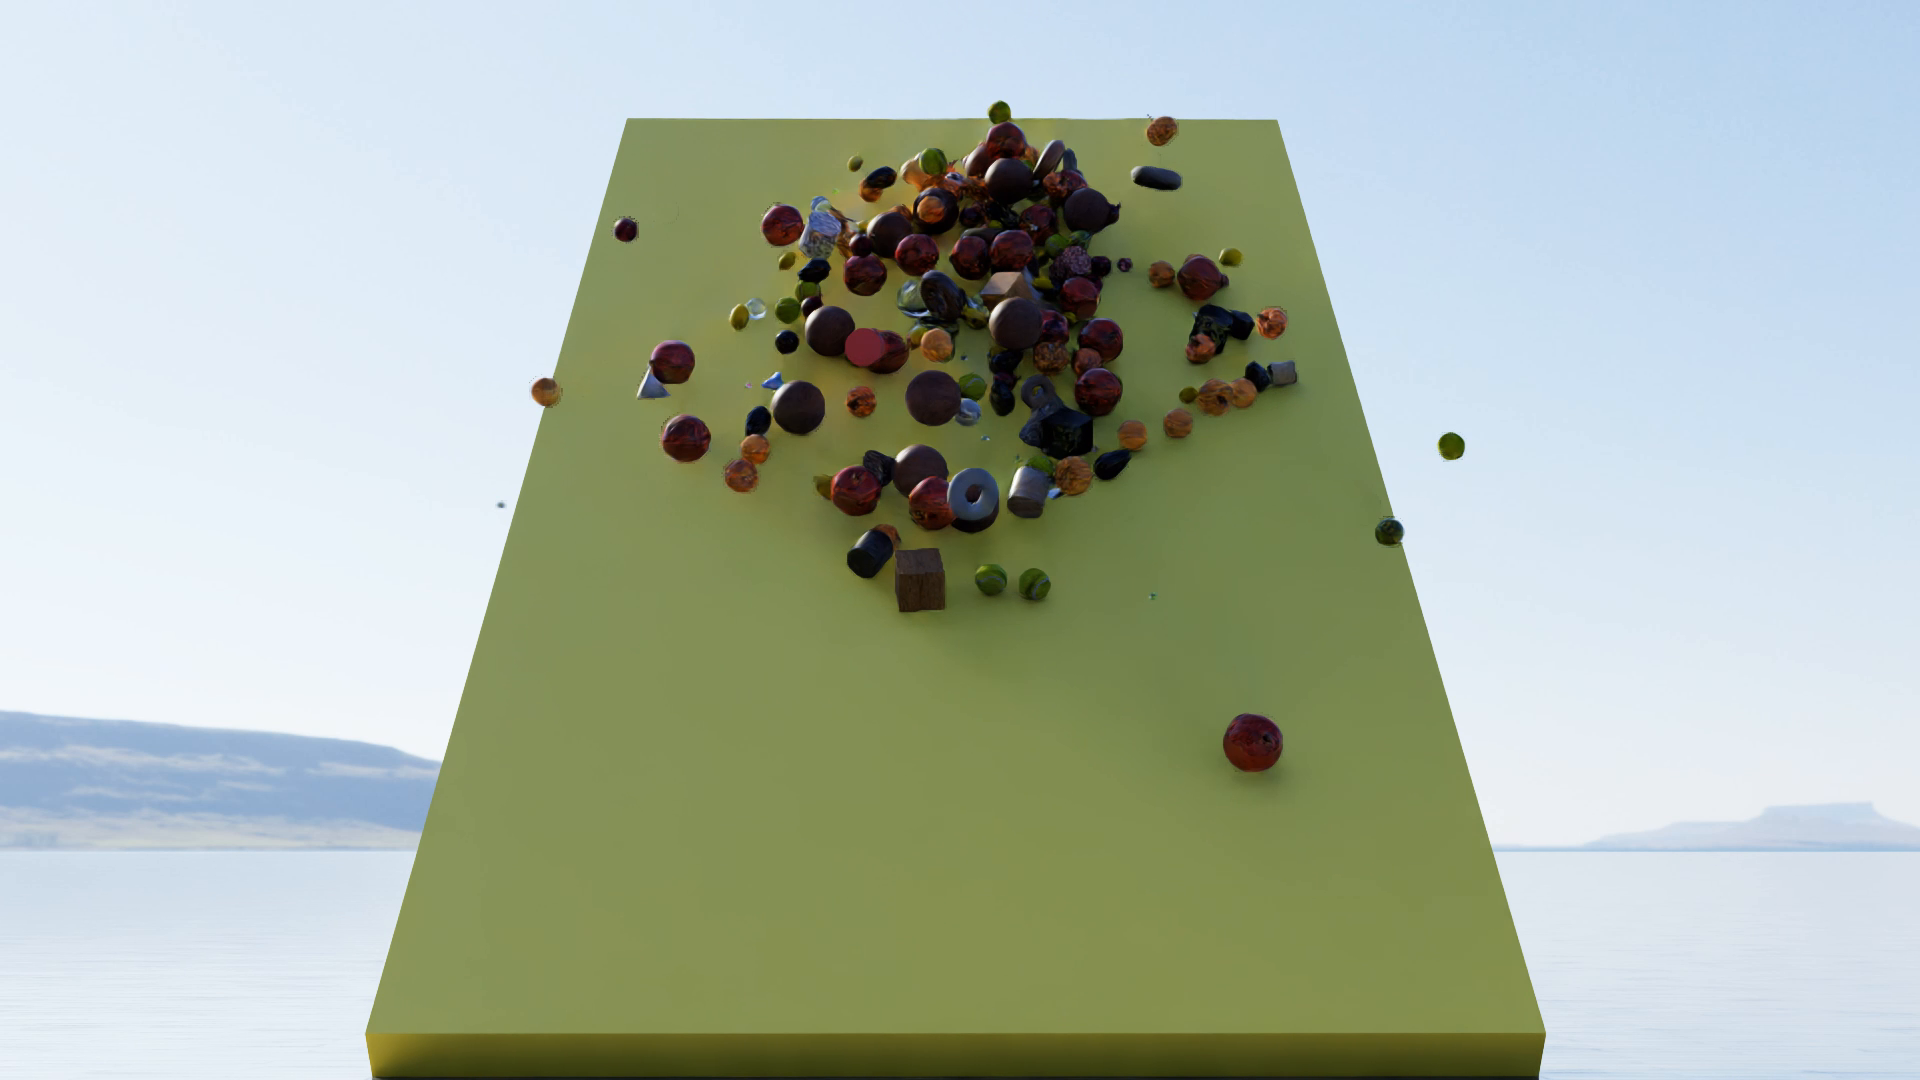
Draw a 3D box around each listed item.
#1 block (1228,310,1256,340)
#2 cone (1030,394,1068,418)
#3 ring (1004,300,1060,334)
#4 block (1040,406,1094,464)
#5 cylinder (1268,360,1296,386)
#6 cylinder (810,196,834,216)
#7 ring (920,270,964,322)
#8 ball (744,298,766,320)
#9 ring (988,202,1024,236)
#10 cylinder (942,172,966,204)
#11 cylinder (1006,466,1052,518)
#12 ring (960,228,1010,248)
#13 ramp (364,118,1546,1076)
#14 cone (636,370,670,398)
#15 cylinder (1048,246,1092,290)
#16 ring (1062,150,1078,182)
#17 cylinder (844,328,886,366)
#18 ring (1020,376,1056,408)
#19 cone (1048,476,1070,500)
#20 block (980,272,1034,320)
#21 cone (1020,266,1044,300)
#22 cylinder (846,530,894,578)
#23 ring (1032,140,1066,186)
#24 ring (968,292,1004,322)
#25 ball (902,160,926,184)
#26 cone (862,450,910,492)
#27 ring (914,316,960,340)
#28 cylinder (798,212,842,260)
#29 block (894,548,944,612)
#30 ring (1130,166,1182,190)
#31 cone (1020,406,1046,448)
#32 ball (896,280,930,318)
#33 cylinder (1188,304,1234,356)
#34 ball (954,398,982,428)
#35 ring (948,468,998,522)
[{"bbox_3d":[0.717,-0.552,6.286,0.052,0.052,0.052,12,30,-23],"label":"block"},{"bbox_3d":[0.237,-0.314,5.930,0.098,0.098,0.098,17,-14,-24],"label":"cone"},{"bbox_3d":[0.187,-0.576,6.340,0.149,0.050,0.149,0,31,0],"label":"ring"},{"bbox_3d":[0.253,-0.248,5.784,0.087,0.087,0.087,24,39,33],"label":"block"},{"bbox_3d":[0.798,-0.412,6.069,0.059,0.059,0.059,-6,-7,-3],"label":"cylinder"},{"bbox_3d":[-0.388,-0.933,6.896,0.054,0.054,0.054,4,28,-28],"label":"cylinder"},{"bbox_3d":[-0.047,-0.611,6.134,0.047,0.141,0.141,-36,10,-26],"label":"ring"},{"bbox_3d":[-0.531,-0.601,6.369,0.056,0.056,0.056,0,-7,0],"label":"ball"},{"bbox_3d":[0.128,-0.890,6.792,0.041,0.122,0.122,-47,-30,23],"label":"ring"},{"bbox_3d":[-0.017,-1.004,6.982,0.065,0.065,0.065,4,-49,4],"label":"cylinder"},{"bbox_3d":[0.155,-0.107,5.529,0.084,0.084,0.084,12,-34,8],"label":"cylinder"},{"bbox_3d":[0.068,-0.817,6.602,0.135,0.045,0.135,-4,3,0],"label":"ring"},{"bbox_3d":[-0.015,-0.188,5.863,2.000,0.100,4.000,0,32,0],"label":"ramp"},{"bbox_3d":[-0.744,-0.367,6.016,0.078,0.078,0.078,23,-13,-14],"label":"cone"},{"bbox_3d":[0.293,-0.725,6.512,0.085,0.085,0.085,4,-25,-26],"label":"cylinder"},{"bbox_3d":[0.316,-1.074,7.027,0.032,0.097,0.097,-5,-8,12],"label":"ring"},{"bbox_3d":[-0.225,-0.457,5.792,0.089,0.089,0.089,0,5,3],"label":"cylinder"},{"bbox_3d":[0.185,-0.351,5.805,0.083,0.083,0.028,1,27,-8],"label":"ring"},{"bbox_3d":[0.237,-0.118,5.637,0.055,0.055,0.055,8,-11,-44],"label":"cone"},{"bbox_3d":[0.118,-0.616,6.176,0.082,0.082,0.082,6,-40,40],"label":"block"},{"bbox_3d":[0.170,-0.680,6.373,0.089,0.089,0.089,-1,-49,4],"label":"cone"},{"bbox_3d":[-0.196,0.030,5.343,0.077,0.077,0.077,-5,30,33],"label":"cylinder"},{"bbox_3d":[0.251,-1.069,6.940,0.048,0.144,0.144,30,-7,2],"label":"ring"},{"bbox_3d":[0.072,-0.607,6.387,0.108,0.108,0.036,2,-48,-13],"label":"ring"},{"bbox_3d":[-0.125,-0.998,6.641,0.070,0.070,0.070,0,-7,0],"label":"ball"},{"bbox_3d":[-0.156,-0.165,5.634,0.099,0.099,0.099,-9,-2,-30],"label":"cone"},{"bbox_3d":[-0.059,-0.546,6.296,0.117,0.039,0.117,2,26,-1],"label":"ring"},{"bbox_3d":[-0.380,-0.823,6.634,0.094,0.094,0.094,3,-42,-23],"label":"cylinder"},{"bbox_3d":[-0.087,0.086,5.244,0.096,0.096,0.096,-4,32,-7],"label":"block"},{"bbox_3d":[0.551,-1.017,6.880,0.146,0.049,0.146,11,3,-1],"label":"ring"},{"bbox_3d":[0.189,-0.285,5.826,0.092,0.092,0.092,0,-49,-2],"label":"cone"},{"bbox_3d":[-0.115,-0.624,6.340,0.100,0.100,0.100,0,-7,0],"label":"ball"},{"bbox_3d":[0.637,-0.533,6.217,0.091,0.091,0.091,2,-50,-18],"label":"cylinder"},{"bbox_3d":[0.018,-0.300,5.771,0.067,0.067,0.067,0,-7,0],"label":"ball"},{"bbox_3d":[0.027,-0.097,5.192,0.116,0.116,0.039,3,8,-25],"label":"ring"}]
